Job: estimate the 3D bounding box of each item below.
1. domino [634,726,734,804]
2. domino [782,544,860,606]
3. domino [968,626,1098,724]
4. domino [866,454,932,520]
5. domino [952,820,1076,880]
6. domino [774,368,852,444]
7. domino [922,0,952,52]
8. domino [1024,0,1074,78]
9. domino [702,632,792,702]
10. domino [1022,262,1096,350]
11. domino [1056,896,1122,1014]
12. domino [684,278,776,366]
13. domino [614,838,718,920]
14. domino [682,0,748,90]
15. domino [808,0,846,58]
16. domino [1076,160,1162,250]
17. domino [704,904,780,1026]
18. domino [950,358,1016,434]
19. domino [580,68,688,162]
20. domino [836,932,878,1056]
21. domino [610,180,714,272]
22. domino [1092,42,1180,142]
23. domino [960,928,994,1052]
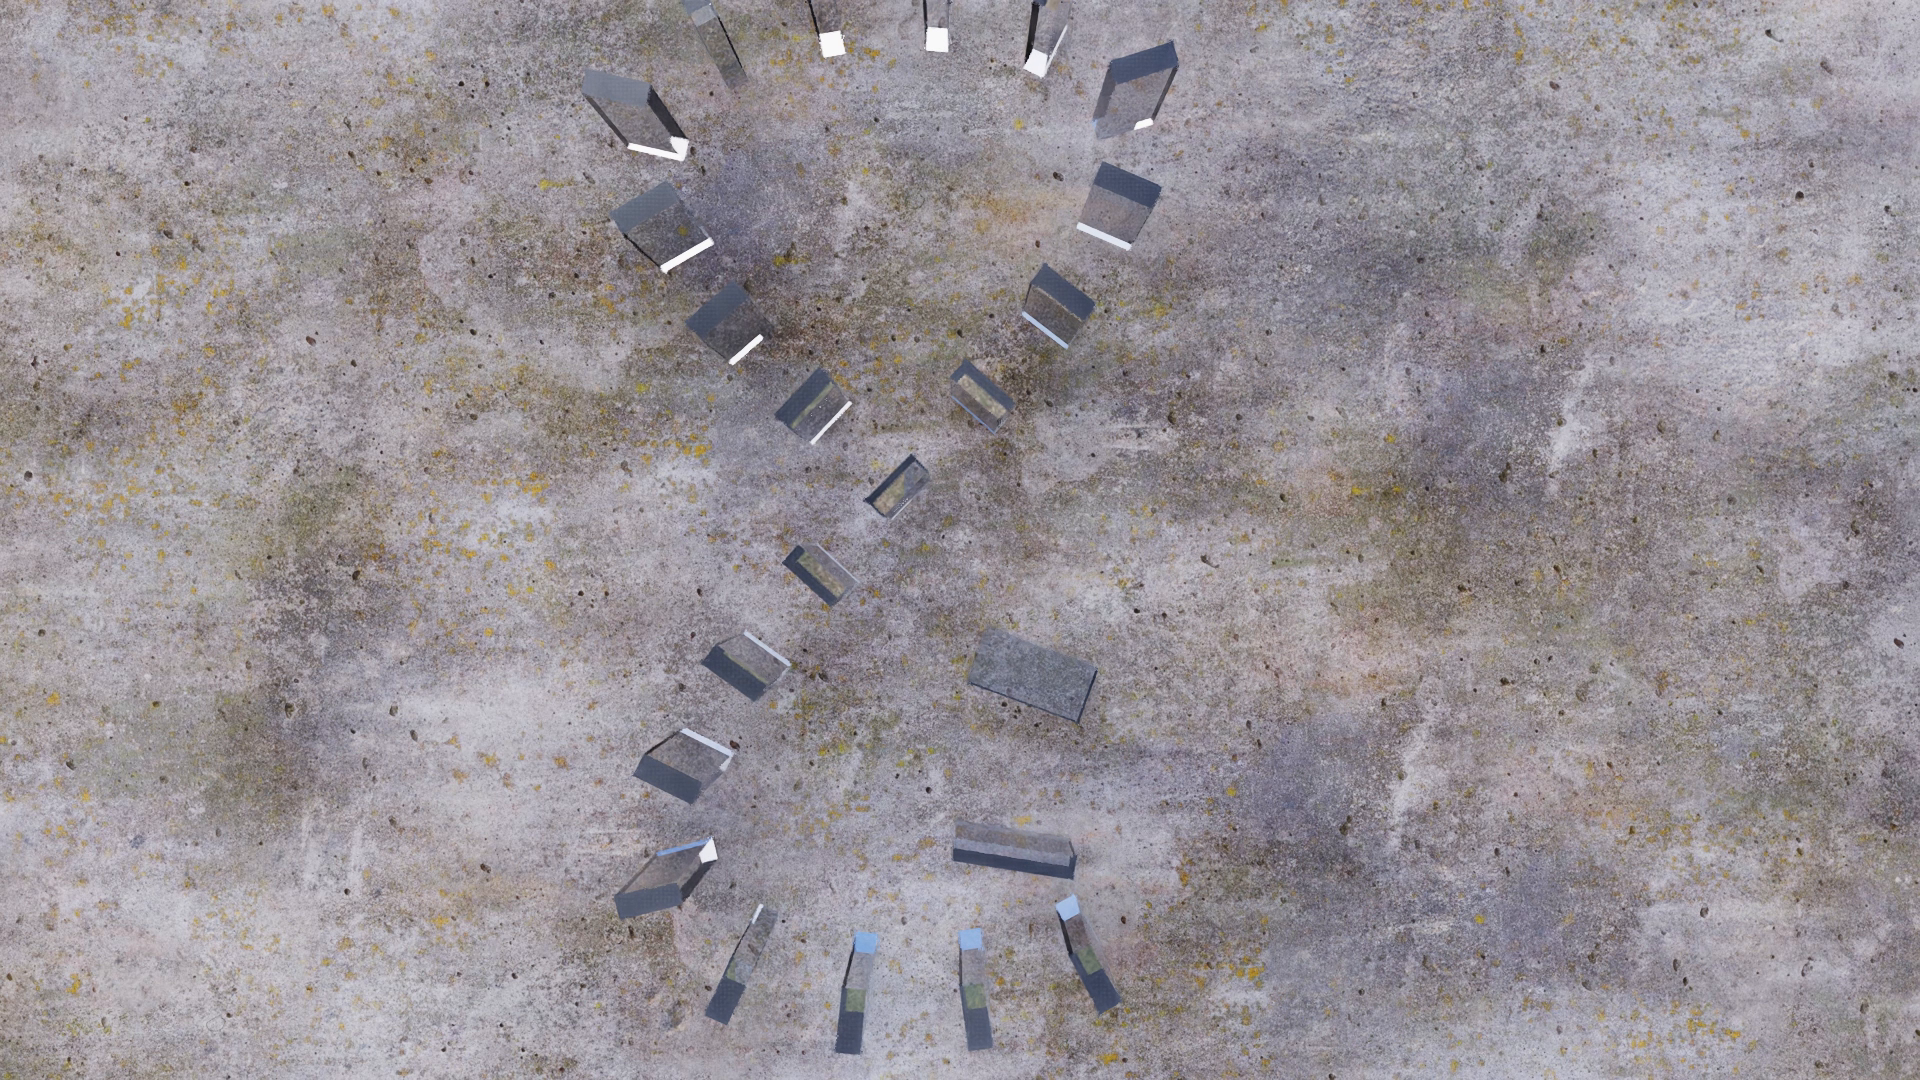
[{"bbox_3d":[-0.112,0.091,0.375,0.025,0.050,0.010,26,90,0],"label":"domino"},{"bbox_3d":[-0.056,0.014,0.375,0.025,0.050,0.010,42,90,0],"label":"domino"},{"bbox_3d":[0.031,0.058,0.395,0.050,0.009,0.025,20,90,0],"label":"domino"},{"bbox_3d":[-0.024,-0.021,0.375,0.009,0.050,0.025,45,90,0],"label":"domino"},{"bbox_3d":[0.022,0.131,0.388,0.050,0.025,0.010,9,90,0],"label":"domino"},{"bbox_3d":[-0.059,-0.054,0.375,0.010,0.050,0.025,44,90,0],"label":"domino"},{"bbox_3d":[-0.009,-0.226,0.375,0.010,0.050,0.025,4,90,0],"label":"domino"},{"bbox_3d":[0.037,-0.215,0.375,0.010,0.050,0.025,26,90,0],"label":"domino"},{"bbox_3d":[-0.086,0.051,0.375,0.025,0.050,0.010,36,90,0],"label":"domino"},{"bbox_3d":[0.040,-0.095,0.375,0.025,0.050,0.009,38,90,0],"label":"domino"},{"bbox_3d":[0.052,0.168,0.375,0.010,0.050,0.025,-28,90,0],"label":"domino"},{"bbox_3d":[-0.093,-0.088,0.375,0.025,0.050,0.009,-41,90,0],"label":"domino"},{"bbox_3d":[-0.119,0.138,0.375,0.025,0.050,0.009,-15,90,0],"label":"domino"},{"bbox_3d":[-0.102,-0.209,0.375,0.009,0.050,0.025,-29,90,0],"label":"domino"},{"bbox_3d":[-0.057,-0.224,0.375,0.009,0.050,0.025,-10,90,0],"label":"domino"},{"bbox_3d":[0.064,-0.136,0.375,0.025,0.050,0.009,23,90,0],"label":"domino"},{"bbox_3d":[-0.088,0.172,0.375,0.010,0.050,0.025,24,90,0],"label":"domino"},{"bbox_3d":[0.009,-0.058,0.375,0.025,0.050,0.010,41,90,0],"label":"domino"},{"bbox_3d":[-0.132,-0.173,0.375,0.025,0.050,0.010,13,90,0],"label":"domino"},{"bbox_3d":[-0.042,0.184,0.375,0.010,0.050,0.025,6,90,0],"label":"domino"},{"bbox_3d":[-0.121,-0.127,0.375,0.025,0.050,0.009,-30,90,0],"label":"domino"},{"bbox_3d":[0.071,-0.182,0.375,0.025,0.050,0.009,-18,90,0],"label":"domino"},{"bbox_3d":[0.006,0.182,0.375,0.009,0.050,0.025,-8,90,0],"label":"domino"}]
